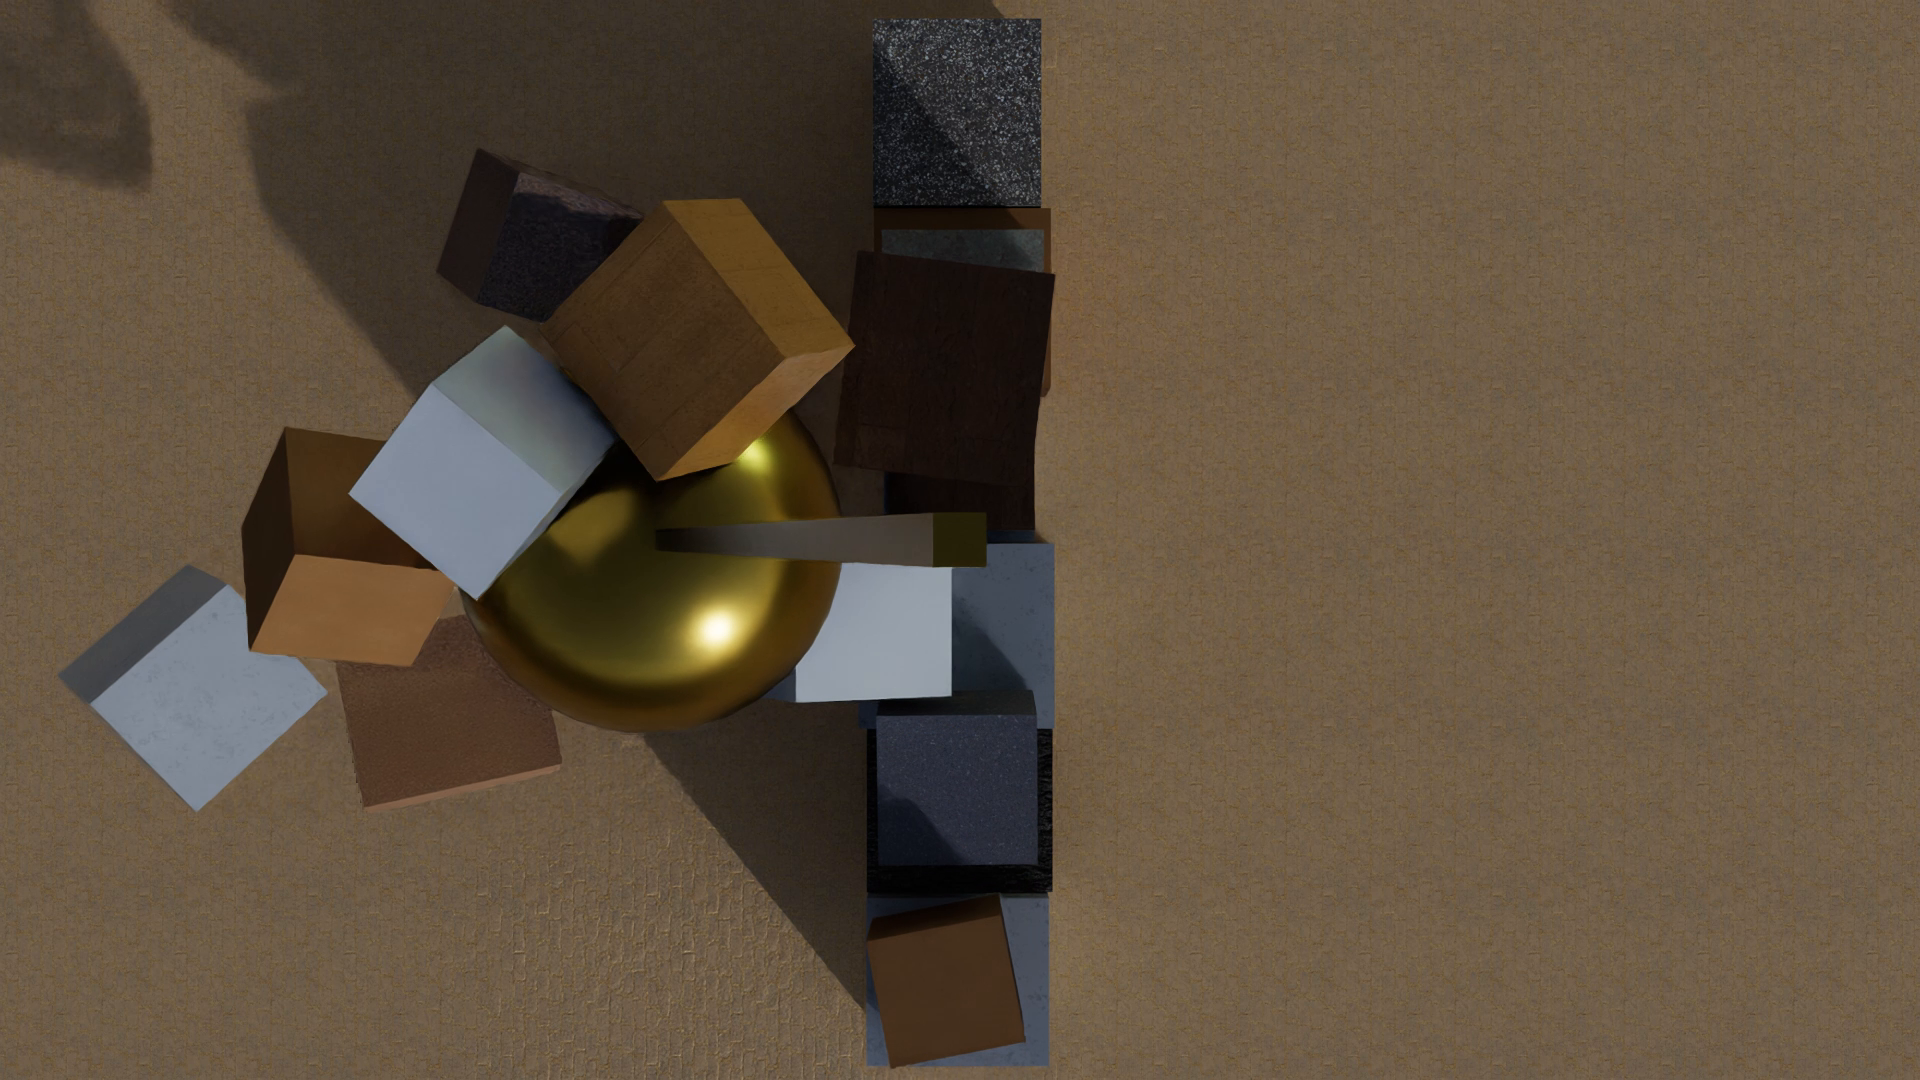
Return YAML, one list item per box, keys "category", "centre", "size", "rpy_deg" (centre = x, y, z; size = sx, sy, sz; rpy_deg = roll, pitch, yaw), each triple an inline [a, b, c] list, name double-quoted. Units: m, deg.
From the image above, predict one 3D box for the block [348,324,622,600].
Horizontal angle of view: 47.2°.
- category: "block"
  centre: [-1.684, -0.285, 7.898]
  size: [0.581, 0.615, 0.578]
  rpy_deg: [41, 118, -6]

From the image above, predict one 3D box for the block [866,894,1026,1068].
- category: "block"
  centre: [-0.071, 2.301, 11.553]
  size: [0.699, 0.788, 0.653]
  rpy_deg: [-11, 89, 0]

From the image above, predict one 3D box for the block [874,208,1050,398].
- category: "block"
  centre: [0.013, -1.336, 12.564]
  size: [0.977, 0.872, 0.987]
  rpy_deg: [0, 90, 0]

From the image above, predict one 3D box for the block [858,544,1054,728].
- category: "block"
  centre: [-0.019, 0.527, 12.531]
  size: [1.076, 0.939, 1.016]
  rpy_deg: [0, 90, 0]

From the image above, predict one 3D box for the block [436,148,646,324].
- category: "block"
  centre: [-2.290, -1.614, 11.970]
  size: [0.726, 0.818, 0.722]
  rpy_deg: [16, 100, -31]

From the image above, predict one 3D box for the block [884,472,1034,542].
- category: "block"
  centre: [-0.004, -0.411, 12.611]
  size: [0.834, 0.778, 0.844]
  rpy_deg: [0, 90, 0]

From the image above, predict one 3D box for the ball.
- category: "ball"
  centre: [-1.280, 0.000, 9.077]
  size: [1.600, 1.600, 1.600]
  rpy_deg: [0, 90, 0]

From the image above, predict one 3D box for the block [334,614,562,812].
- category: "block"
  centre: [-2.605, 0.866, 11.212]
  size: [0.965, 0.906, 0.823]
  rpy_deg: [-12, 84, -14]

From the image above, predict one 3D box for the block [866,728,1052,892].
- category: "block"
  centre: [-0.001, 1.494, 12.564]
  size: [1.024, 0.873, 0.895]
  rpy_deg: [0, 90, 0]

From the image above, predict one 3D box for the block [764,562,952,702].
- category: "block"
  centre: [-0.651, 0.377, 11.447]
  size: [0.881, 0.911, 0.849]
  rpy_deg: [0, 90, -30]

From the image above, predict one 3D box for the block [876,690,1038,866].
- category: "block"
  centre: [-0.014, 1.258, 11.736]
  size: [0.829, 0.698, 0.791]
  rpy_deg: [0, 97, 0]

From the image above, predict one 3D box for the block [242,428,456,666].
- category: "block"
  centre: [-2.444, 0.039, 8.801]
  size: [0.650, 0.646, 0.628]
  rpy_deg: [8, 48, -31]

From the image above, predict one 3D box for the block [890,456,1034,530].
- category: "block"
  centre: [0.010, -0.442, 11.857]
  size: [0.760, 0.730, 0.781]
  rpy_deg: [0, 90, 0]

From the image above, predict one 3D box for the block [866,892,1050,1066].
- category: "block"
  centre: [-0.012, 2.404, 12.477]
  size: [0.992, 1.045, 0.912]
  rpy_deg: [0, 90, 0]

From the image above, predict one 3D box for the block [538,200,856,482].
- category: "block"
  centre: [-0.959, -0.744, 8.086]
  size: [0.697, 0.598, 0.716]
  rpy_deg: [-41, 83, 22]

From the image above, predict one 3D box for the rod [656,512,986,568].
- category: "rod"
  centre: [-0.555, 0.000, 5.755]
  size: [0.080, 5.200, 0.080]
  rpy_deg: [0, 90, -12]

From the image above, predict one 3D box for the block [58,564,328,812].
- category: "block"
  centre: [-3.715, 0.698, 10.642]
  size: [0.813, 0.807, 0.721]
  rpy_deg: [-45, 117, -19]

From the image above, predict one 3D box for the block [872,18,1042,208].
- category: "block"
  centre: [-0.016, -2.352, 12.539]
  size: [0.925, 0.921, 1.023]
  rpy_deg: [0, 90, 0]

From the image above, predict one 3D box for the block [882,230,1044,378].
- category: "block"
  centre: [0.014, -1.228, 11.772]
  size: [0.841, 0.712, 0.768]
  rpy_deg: [0, 90, 0]

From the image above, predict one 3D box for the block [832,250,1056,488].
- category: "block"
  centre: [-0.078, -0.857, 10.975]
  size: [0.952, 0.876, 1.034]
  rpy_deg: [7, 95, -1]
